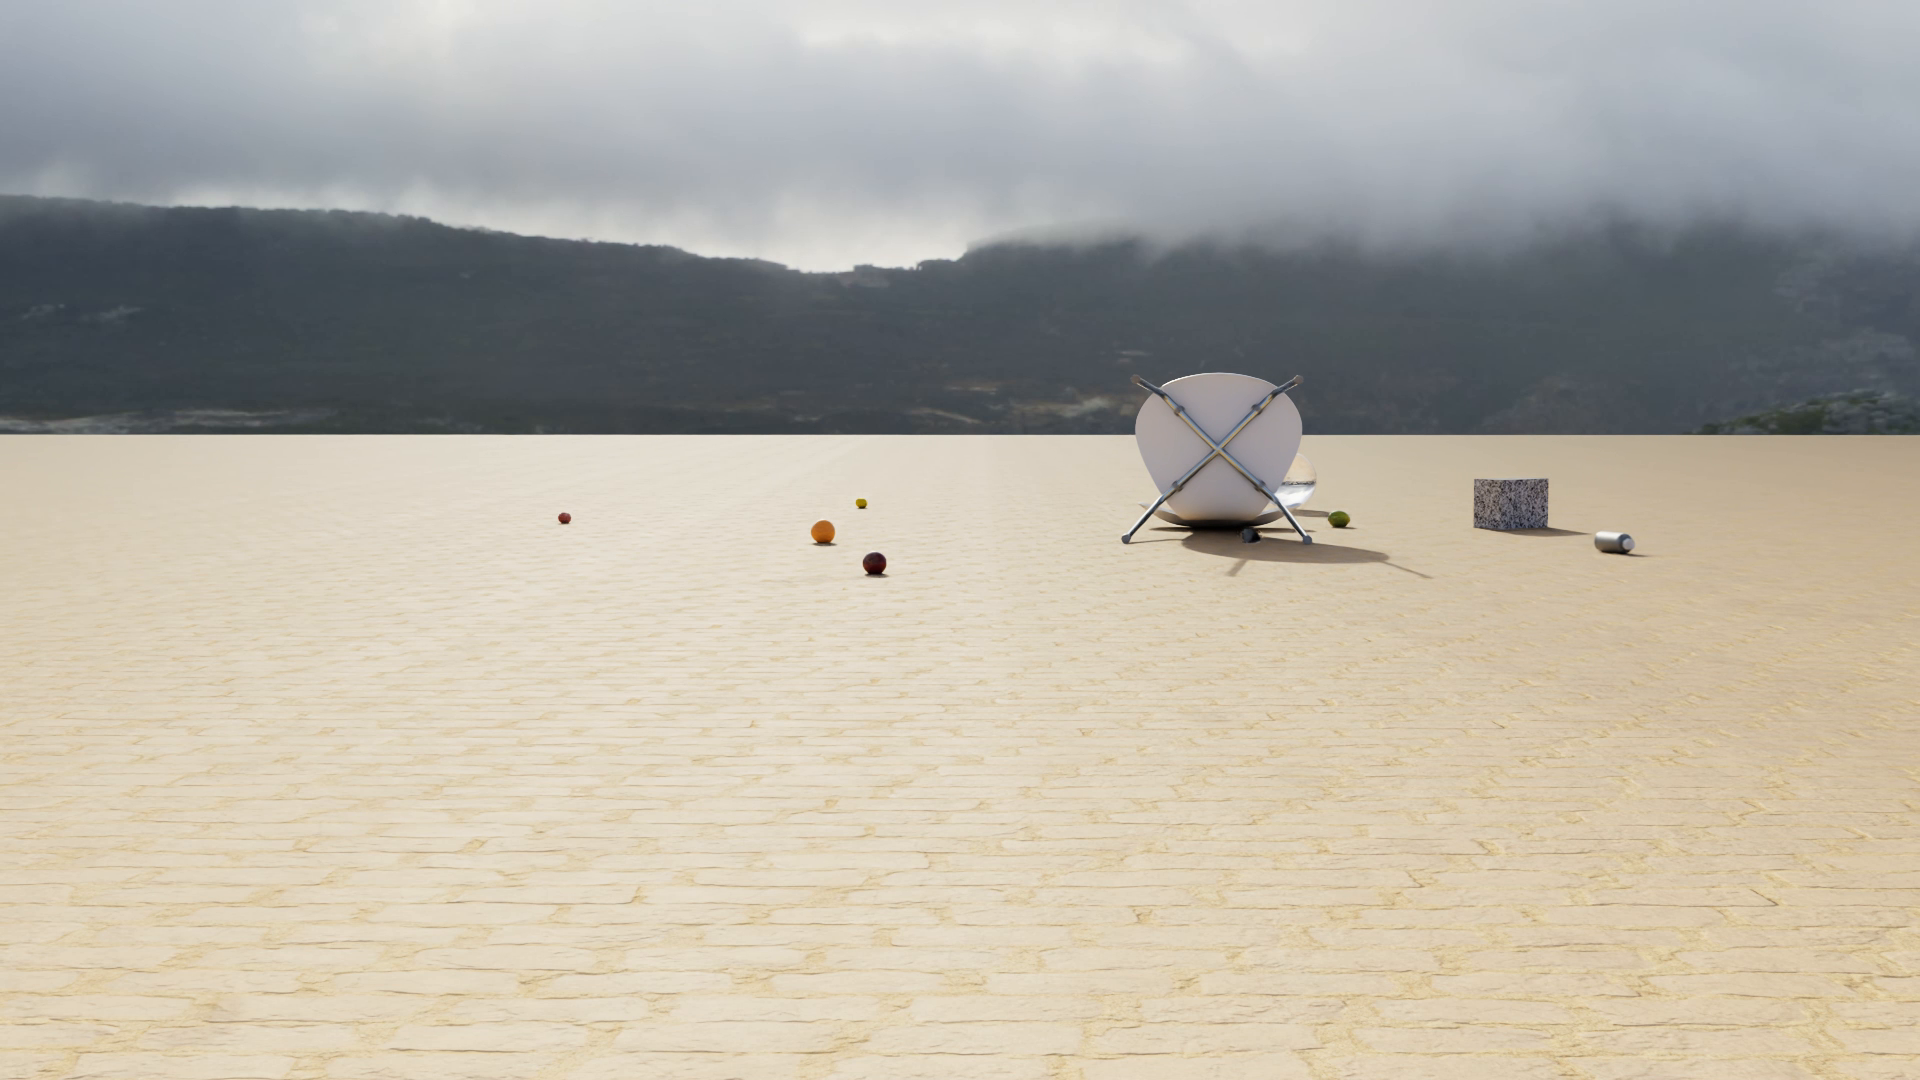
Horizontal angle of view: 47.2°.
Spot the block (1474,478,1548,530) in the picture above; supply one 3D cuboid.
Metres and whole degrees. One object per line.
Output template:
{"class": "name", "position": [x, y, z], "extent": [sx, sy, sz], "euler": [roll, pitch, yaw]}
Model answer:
{"class": "block", "position": [1.790, -0.120, 7.142], "extent": [0.221, 0.158, 0.117], "euler": [-3, 5, -34]}

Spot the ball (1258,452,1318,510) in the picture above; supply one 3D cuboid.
{"class": "ball", "position": [1.222, -0.222, 8.203], "extent": [0.217, 0.217, 0.217], "euler": [0, 4, 0]}

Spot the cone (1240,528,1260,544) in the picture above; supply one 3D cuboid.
{"class": "cone", "position": [0.835, 0.001, 6.378], "extent": [0.068, 0.057, 0.035], "euler": [4, 45, 37]}
